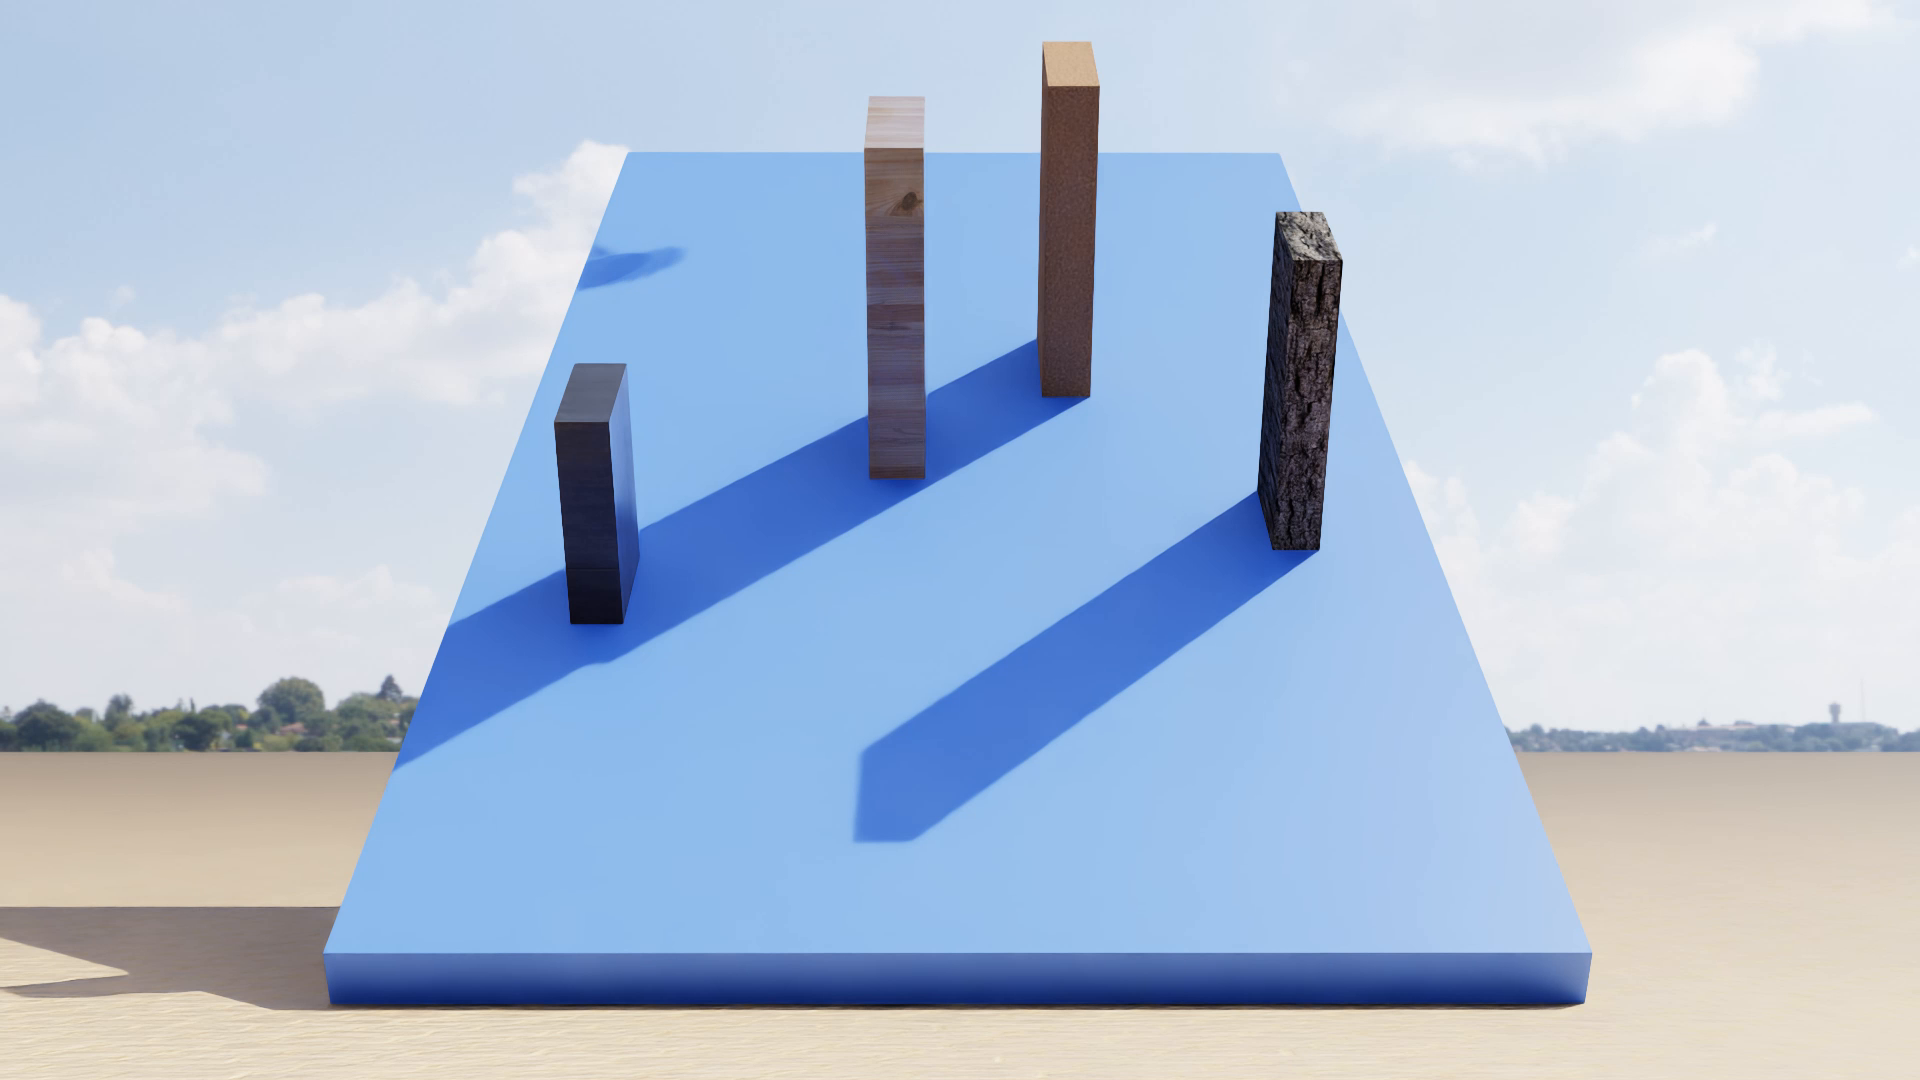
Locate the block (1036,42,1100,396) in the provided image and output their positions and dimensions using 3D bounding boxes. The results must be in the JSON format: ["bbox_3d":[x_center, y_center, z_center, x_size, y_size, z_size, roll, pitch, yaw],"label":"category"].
[{"bbox_3d":[0.253,-0.761,5.646,0.115,0.758,0.365,0,27,0],"label":"block"}]

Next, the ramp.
[{"bbox_3d":[-0.011,-0.225,5.543,2.000,0.100,4.000,0,27,0],"label":"ramp"}]

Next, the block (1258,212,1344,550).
[{"bbox_3d":[0.702,-0.329,4.941,0.098,0.642,0.284,0,27,0],"label":"block"}]

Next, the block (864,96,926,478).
[{"bbox_3d":[-0.139,-0.556,5.247,0.123,0.759,0.365,0,27,0],"label":"block"}]

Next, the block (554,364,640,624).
[{"bbox_3d":[-0.714,-0.093,4.701,0.104,0.436,0.282,0,27,0],"label":"block"}]
